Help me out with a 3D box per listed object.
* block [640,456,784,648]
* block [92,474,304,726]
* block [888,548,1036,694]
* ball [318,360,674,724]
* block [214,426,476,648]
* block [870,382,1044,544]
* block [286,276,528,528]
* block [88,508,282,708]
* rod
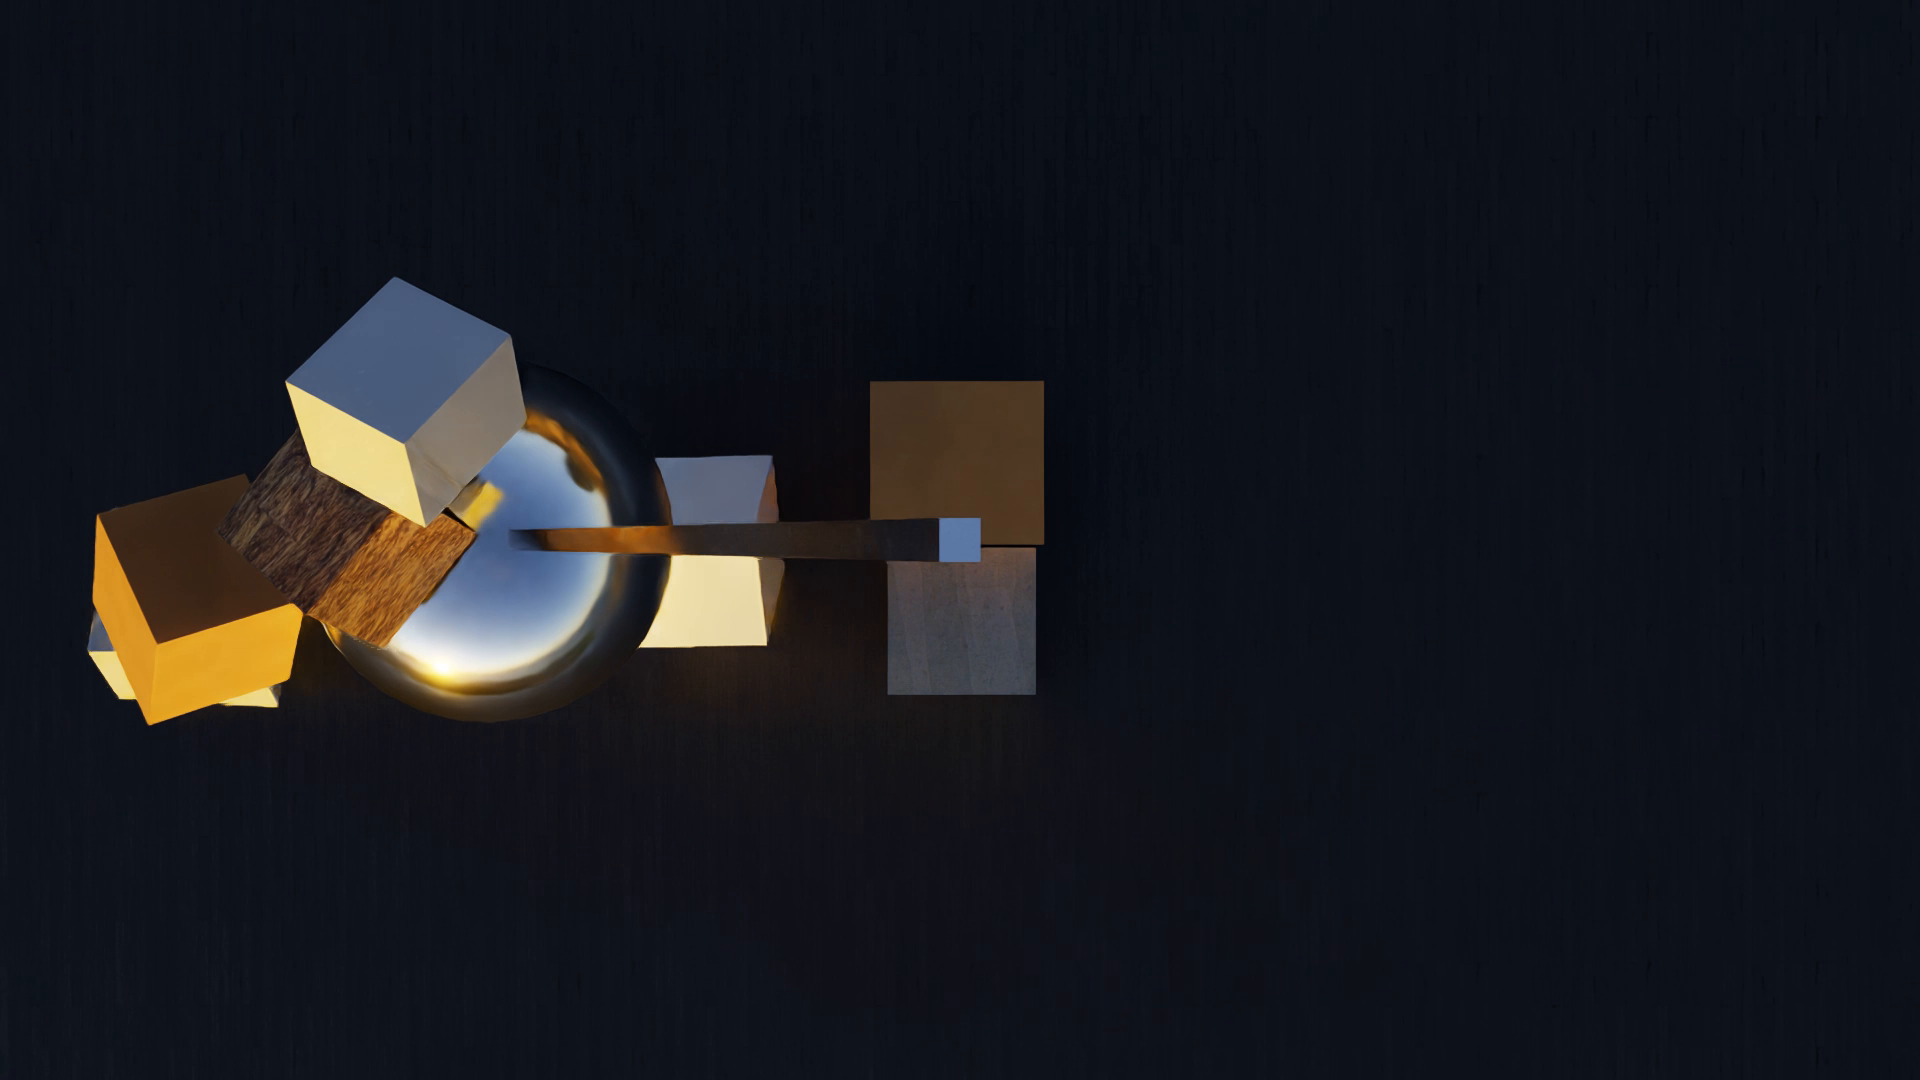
[{"bbox_3d":[-1.429,0.057,12.425,0.716,0.845,0.753,-1,119,4],"label":"block"},{"bbox_3d":[-3.307,0.260,9.530,0.634,0.743,0.661,-19,68,-32],"label":"block"},{"bbox_3d":[0.010,0.452,12.624,0.824,0.752,0.819,0,90,0],"label":"block"},{"bbox_3d":[-2.058,0.000,9.633,1.600,1.600,1.600,0,90,0],"label":"ball"},{"bbox_3d":[-2.381,-0.032,8.559,0.556,0.579,0.585,38,87,22],"label":"block"},{"bbox_3d":[-0.016,-0.421,12.509,0.950,0.981,0.893,0,90,0],"label":"block"},{"bbox_3d":[-2.032,-0.511,8.130,0.538,0.493,0.606,27,57,16],"label":"block"},{"bbox_3d":[-4.282,0.391,12.343,0.878,0.797,0.837,4,67,-7],"label":"block"},{"bbox_3d":[-0.892,0.000,6.440,0.080,5.200,0.080,0,90,-20],"label":"rod"}]
